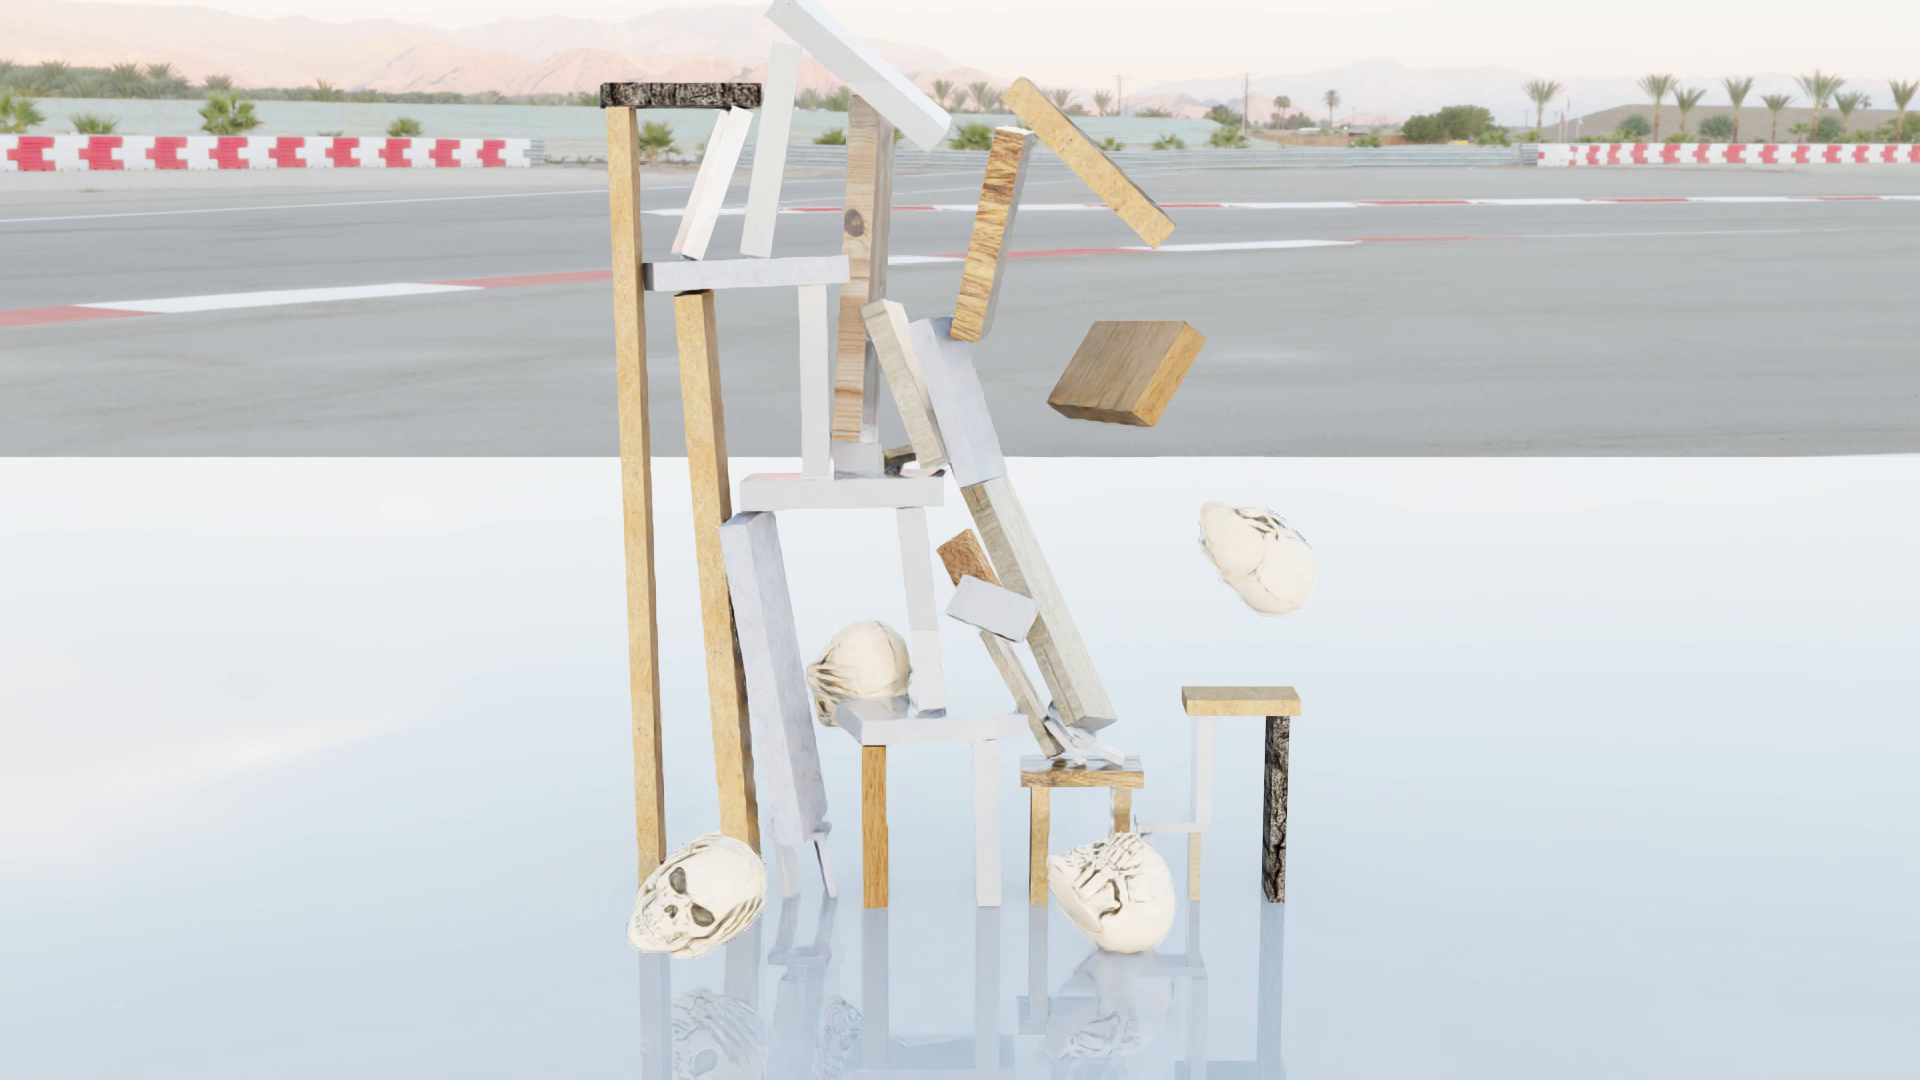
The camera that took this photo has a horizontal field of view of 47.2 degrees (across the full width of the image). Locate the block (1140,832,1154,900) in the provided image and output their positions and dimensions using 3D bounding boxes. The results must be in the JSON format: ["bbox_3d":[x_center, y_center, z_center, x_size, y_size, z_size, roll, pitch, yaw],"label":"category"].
[{"bbox_3d":[0.311,0.533,3.655,0.017,0.117,0.059,0,11,0],"label":"block"}]

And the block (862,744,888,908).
[{"bbox_3d":[-0.141,0.448,3.630,0.040,0.282,0.141,-1,16,-2],"label":"block"}]

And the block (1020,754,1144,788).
[{"bbox_3d":[0.199,0.381,3.627,0.199,0.028,0.099,0,10,0],"label":"block"}]

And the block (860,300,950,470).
[{"bbox_3d":[-0.079,-0.251,3.571,0.039,0.277,0.139,-21,-1,12],"label":"block"}]

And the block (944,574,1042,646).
[{"bbox_3d":[0.052,0.110,3.506,0.142,0.071,0.020,20,-13,29],"label":"block"}]

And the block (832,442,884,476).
[{"bbox_3d":[-0.166,-0.133,3.581,0.099,0.050,0.014,4,13,40],"label":"block"}]

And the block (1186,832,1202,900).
[{"bbox_3d":[0.388,0.533,3.655,0.017,0.117,0.059,0,11,0],"label":"block"}]

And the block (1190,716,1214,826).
[{"bbox_3d":[0.399,0.368,3.629,0.026,0.185,0.092,0,11,0],"label":"block"}]

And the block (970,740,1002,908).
[{"bbox_3d":[0.043,0.450,3.649,0.040,0.282,0.141,-2,11,-1],"label":"block"}]

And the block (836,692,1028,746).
[{"bbox_3d":[-0.046,0.291,3.591,0.282,0.040,0.141,-1,11,-20],"label":"block"}]

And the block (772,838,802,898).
[{"bbox_3d":[-0.287,0.539,3.662,0.014,0.102,0.051,-8,8,18],"label":"block"}]

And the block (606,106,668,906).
[{"bbox_3d":[-0.520,-0.043,3.551,0.034,1.287,0.122,-1,11,-2],"label":"block"}]

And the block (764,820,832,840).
[{"bbox_3d":[-0.269,0.481,3.650,0.102,0.014,0.051,2,14,8],"label":"block"}]

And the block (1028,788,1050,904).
[{"bbox_3d":[0.132,0.492,3.647,0.028,0.199,0.099,1,10,0],"label":"block"}]

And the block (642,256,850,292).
[{"bbox_3d":[-0.343,-0.426,3.512,0.308,0.044,0.154,-4,8,-14],"label":"block"}]

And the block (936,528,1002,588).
[{"bbox_3d":[0.021,0.060,3.637,0.071,0.142,0.020,-33,-10,37],"label":"block"}]

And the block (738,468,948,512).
[{"bbox_3d":[-0.185,-0.082,3.569,0.325,0.046,0.162,-1,7,2],"label":"block"}]

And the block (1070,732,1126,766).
[{"bbox_3d":[0.227,0.341,3.622,0.092,0.013,0.046,24,12,-3],"label":"block"}]

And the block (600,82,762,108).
[{"bbox_3d":[-0.439,-0.698,3.452,0.243,0.034,0.122,-2,9,-12],"label":"block"}]

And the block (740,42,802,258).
[{"bbox_3d":[-0.300,-0.615,3.497,0.047,0.329,0.165,9,6,-6],"label":"block"}]

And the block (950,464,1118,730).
[{"bbox_3d":[0.093,0.021,3.678,0.039,0.638,0.139,-31,-20,20],"label":"block"}]

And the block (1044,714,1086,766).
[{"bbox_3d":[0.173,0.327,3.621,0.013,0.092,0.046,-39,6,9],"label":"block"}]

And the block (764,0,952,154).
[{"bbox_3d":[-0.157,-0.748,3.479,0.329,0.047,0.165,39,16,-10],"label":"block"}]

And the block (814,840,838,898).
[{"bbox_3d":[-0.225,0.539,3.661,0.014,0.102,0.051,-14,14,-12],"label":"block"}]

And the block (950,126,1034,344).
[{"bbox_3d":[0.053,-0.492,3.528,0.047,0.334,0.167,14,13,4],"label":"block"}]

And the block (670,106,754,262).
[{"bbox_3d":[-0.394,-0.562,3.483,0.034,0.243,0.122,19,1,-17],"label":"block"}]

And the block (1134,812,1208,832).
[{"bbox_3d":[0.349,0.467,3.643,0.117,0.017,0.059,0,11,0],"label":"block"}]

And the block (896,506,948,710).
[{"bbox_3d":[-0.063,0.101,3.585,0.046,0.325,0.162,-6,7,0],"label":"block"}]

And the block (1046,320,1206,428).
[{"bbox_3d":[0.267,-0.275,3.600,0.047,0.167,0.334,34,-7,-21],"label":"block"}]

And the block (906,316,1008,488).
[{"bbox_3d":[-0.002,-0.228,3.599,0.039,0.277,0.139,-18,0,21],"label":"block"}]

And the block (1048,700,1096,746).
[{"bbox_3d":[0.184,0.300,3.605,0.092,0.013,0.046,37,11,-4],"label":"block"}]

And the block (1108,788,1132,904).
[{"bbox_3d":[0.264,0.493,3.647,0.028,0.199,0.099,1,10,0],"label":"block"}]

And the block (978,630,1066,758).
[{"bbox_3d":[0.105,0.251,3.648,0.020,0.237,0.071,-31,-11,15],"label":"block"}]

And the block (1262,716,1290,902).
[{"bbox_3d":[0.522,0.433,3.641,0.026,0.318,0.092,0,11,0],"label":"block"}]

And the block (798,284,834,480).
[{"bbox_3d":[-0.233,-0.260,3.570,0.044,0.308,0.154,-1,7,-1],"label":"block"}]

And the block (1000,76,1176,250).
[{"bbox_3d":[0.206,-0.596,3.478,0.334,0.047,0.167,44,12,-2],"label":"block"}]

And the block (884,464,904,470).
[{"bbox_3d":[-0.142,-0.105,3.703,0.099,0.049,0.014,-14,51,6],"label":"block"}]

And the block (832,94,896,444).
[{"bbox_3d":[-0.160,-0.446,3.688,0.047,0.568,0.165,4,2,8],"label":"block"}]

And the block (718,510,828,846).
[{"bbox_3d":[-0.301,0.217,3.581,0.046,0.530,0.162,-7,11,12],"label":"block"}]

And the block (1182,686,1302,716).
[{"bbox_3d":[0.461,0.264,3.610,0.185,0.026,0.092,0,11,0],"label":"block"}]

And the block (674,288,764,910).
[{"bbox_3d":[-0.390,0.098,3.577,0.044,1.000,0.154,-4,10,1],"label":"block"}]

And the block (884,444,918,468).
[{"bbox_3d":[-0.110,-0.135,3.615,0.099,0.014,0.050,-13,-15,22],"label":"block"}]
